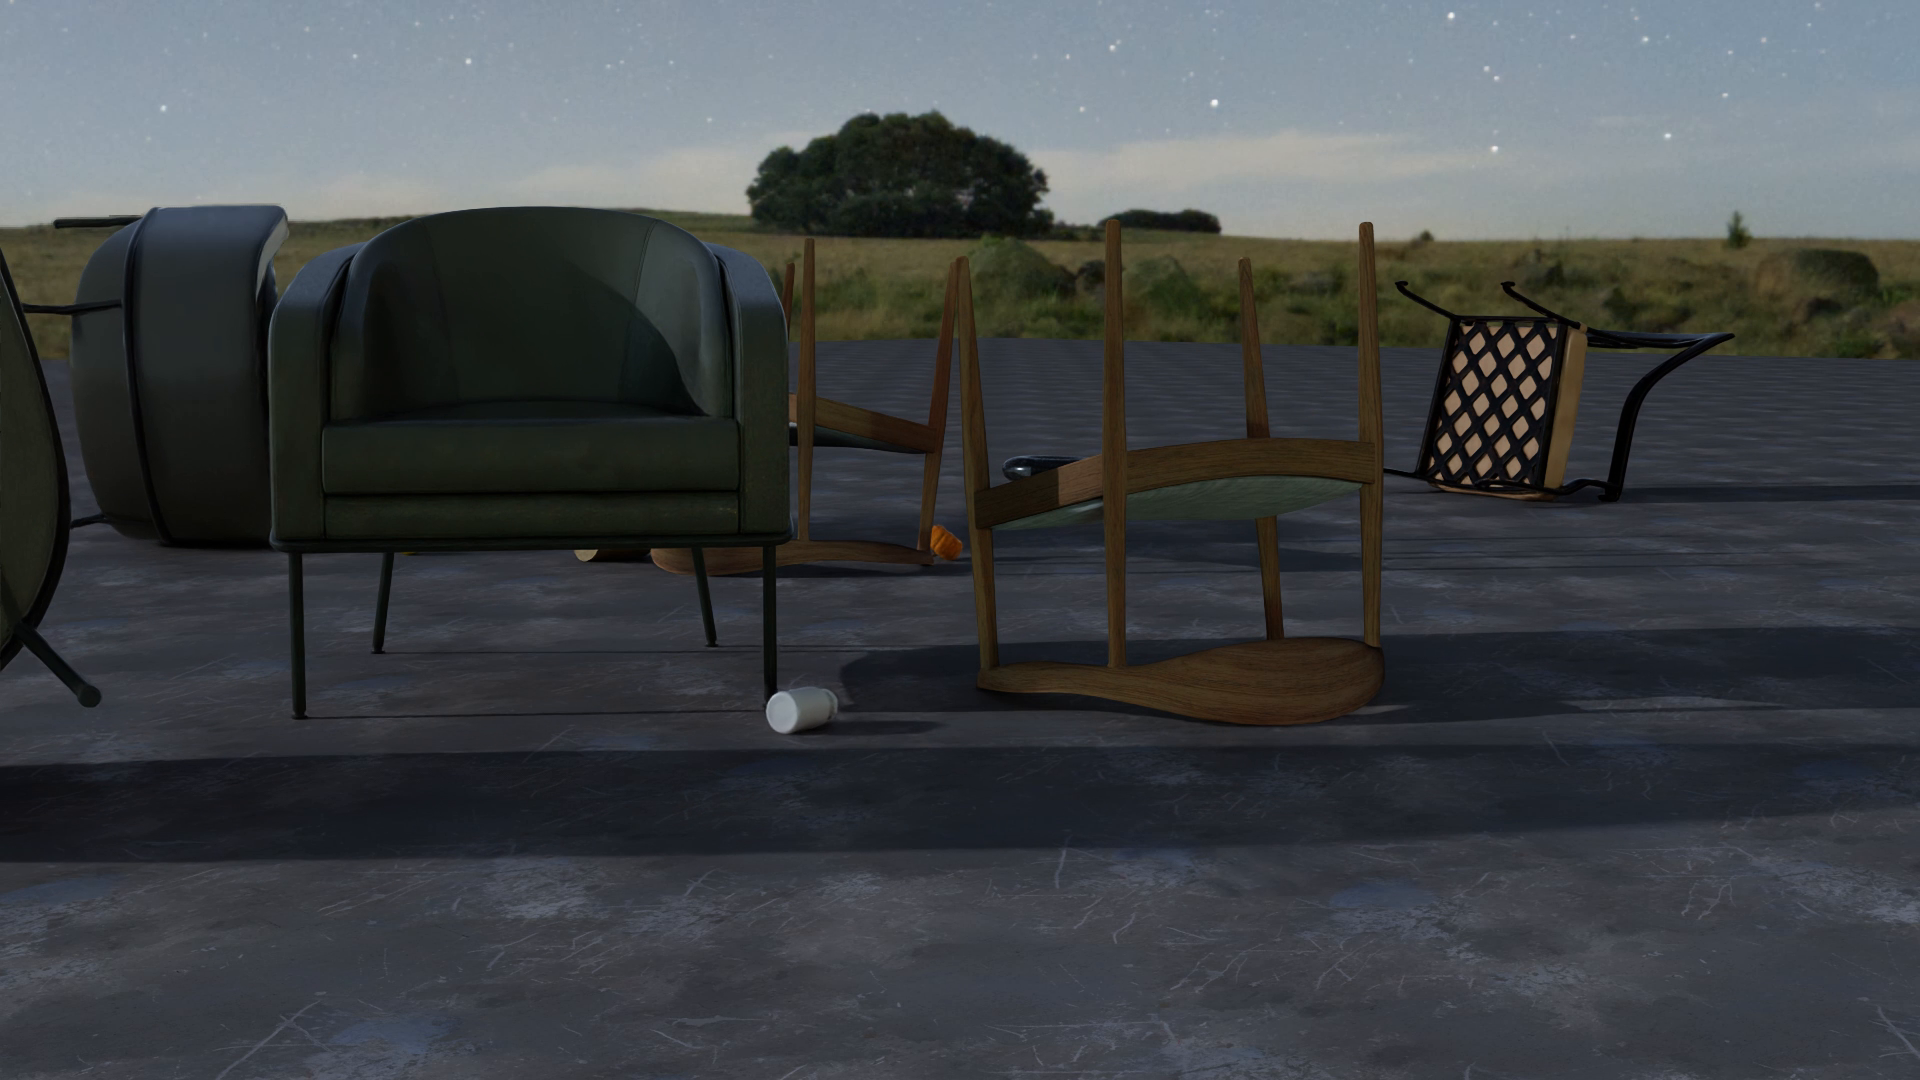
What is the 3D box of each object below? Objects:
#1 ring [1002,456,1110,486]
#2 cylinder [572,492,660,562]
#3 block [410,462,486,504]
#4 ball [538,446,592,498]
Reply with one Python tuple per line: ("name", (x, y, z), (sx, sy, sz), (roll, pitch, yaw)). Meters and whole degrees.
("ring", (0.303, -0.220, 8.143), (0.350, 0.084, 0.264), (3, 6, 21))
("cylinder", (-0.797, -0.031, 5.952), (0.148, 0.128, 0.180), (-4, -37, -37))
("block", (-1.502, -0.168, 7.523), (0.196, 0.106, 0.151), (-2, 6, -22))
("ball", (-1.171, -0.201, 7.594), (0.159, 0.159, 0.159), (0, 6, 0))
